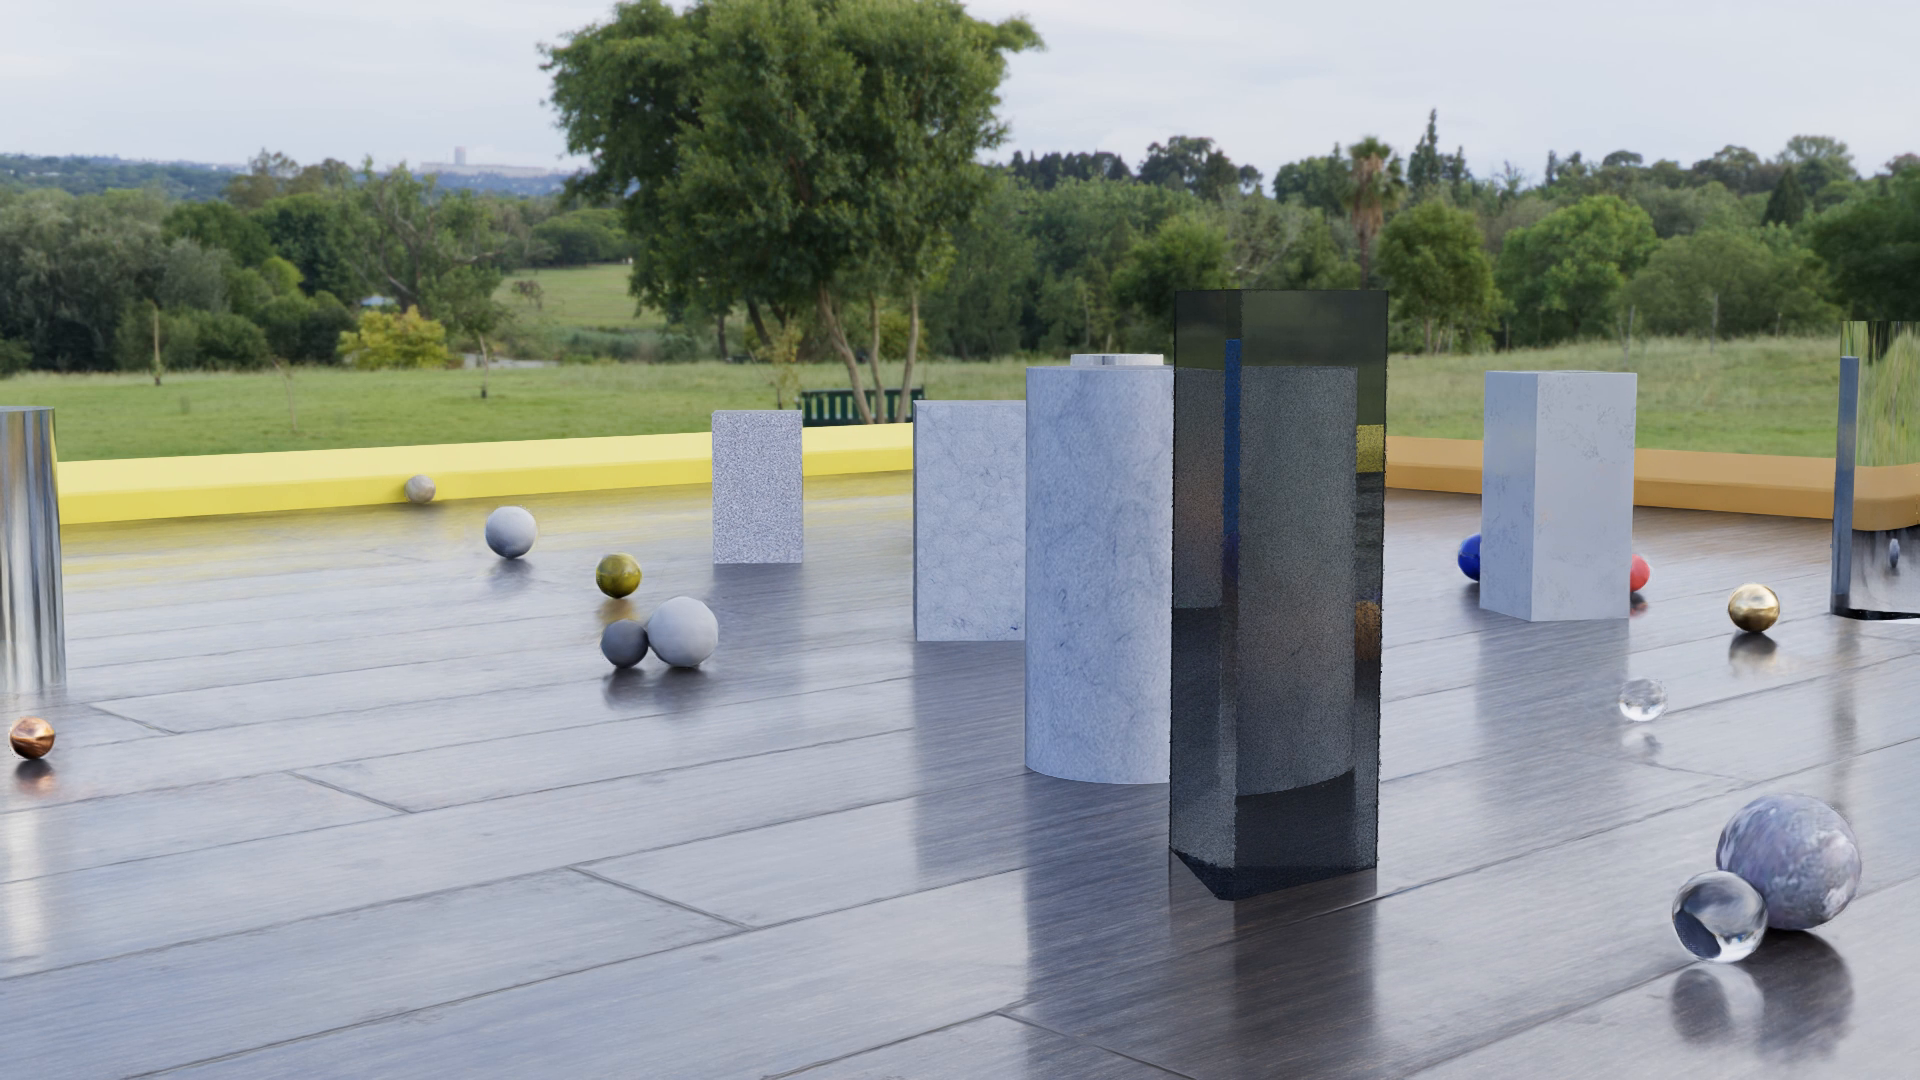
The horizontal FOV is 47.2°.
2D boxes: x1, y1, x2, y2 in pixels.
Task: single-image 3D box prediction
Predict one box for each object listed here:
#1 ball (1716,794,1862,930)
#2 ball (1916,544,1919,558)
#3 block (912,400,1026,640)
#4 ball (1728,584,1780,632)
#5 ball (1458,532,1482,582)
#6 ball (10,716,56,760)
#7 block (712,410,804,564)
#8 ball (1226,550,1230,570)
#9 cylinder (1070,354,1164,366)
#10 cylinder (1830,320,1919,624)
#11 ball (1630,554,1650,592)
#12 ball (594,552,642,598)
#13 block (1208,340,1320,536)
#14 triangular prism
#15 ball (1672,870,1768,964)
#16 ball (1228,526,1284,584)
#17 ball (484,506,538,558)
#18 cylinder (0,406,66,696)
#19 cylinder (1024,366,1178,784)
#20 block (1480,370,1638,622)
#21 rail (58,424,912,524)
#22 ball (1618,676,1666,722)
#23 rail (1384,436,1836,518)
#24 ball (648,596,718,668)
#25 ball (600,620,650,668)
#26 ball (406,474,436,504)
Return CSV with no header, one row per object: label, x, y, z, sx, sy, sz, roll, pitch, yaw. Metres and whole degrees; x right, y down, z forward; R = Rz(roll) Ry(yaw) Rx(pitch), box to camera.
ball,0.597,0.232,1.585,0.098,0.098,0.098,0,6,0
ball,1.698,0.019,3.837,0.053,0.053,0.053,0,6,0
block,0.016,-0.030,3.036,0.157,0.318,0.157,0,6,-3
ball,1.100,0.094,3.044,0.069,0.069,0.069,0,6,0
ball,0.858,0.028,3.610,0.082,0.082,0.082,0,6,0
ball,-0.923,0.197,2.188,0.042,0.042,0.042,0,6,0
block,-0.361,-0.098,3.947,0.157,0.263,0.157,0,6,-3
ball,0.384,0.028,3.534,0.098,0.098,0.098,0,6,0
cylinder,0.333,-0.219,4.689,0.197,0.350,0.197,0,6,0
cylinder,1.381,-0.104,3.204,0.197,0.429,0.197,0,6,0
ball,1.064,0.052,3.490,0.059,0.059,0.059,0,6,0
ball,-0.531,0.054,3.413,0.072,0.072,0.072,0,6,0
block,0.606,-0.208,4.407,0.157,0.385,0.157,-4,7,-35
triangular prism,0.222,0.033,1.750,0.170,0.460,0.148,-5,8,-38
ball,0.520,0.258,1.505,0.063,0.063,0.063,0,6,0
ball,0.481,0.024,3.593,0.094,0.094,0.094,0,6,0
ball,-0.809,-0.015,3.962,0.094,0.094,0.094,0,6,0
cylinder,-1.173,0.009,2.611,0.197,0.328,0.197,0,6,0
cylinder,0.162,0.026,2.152,0.197,0.389,0.197,0,6,0
block,0.876,-0.069,3.231,0.157,0.355,0.157,-2,6,-14
rail,-1.474,-0.133,4.920,4.610,0.128,0.045,-5,8,-42
ball,0.739,0.173,2.384,0.049,0.049,0.049,0,6,0
rail,1.677,-0.128,4.870,0.045,0.128,4.393,-5,8,-42
ball,-0.346,0.115,2.748,0.088,0.088,0.088,0,6,0
ball,-0.419,0.129,2.749,0.060,0.060,0.060,0,6,0
ball,-1.243,-0.117,5.069,0.067,0.067,0.067,0,6,0
